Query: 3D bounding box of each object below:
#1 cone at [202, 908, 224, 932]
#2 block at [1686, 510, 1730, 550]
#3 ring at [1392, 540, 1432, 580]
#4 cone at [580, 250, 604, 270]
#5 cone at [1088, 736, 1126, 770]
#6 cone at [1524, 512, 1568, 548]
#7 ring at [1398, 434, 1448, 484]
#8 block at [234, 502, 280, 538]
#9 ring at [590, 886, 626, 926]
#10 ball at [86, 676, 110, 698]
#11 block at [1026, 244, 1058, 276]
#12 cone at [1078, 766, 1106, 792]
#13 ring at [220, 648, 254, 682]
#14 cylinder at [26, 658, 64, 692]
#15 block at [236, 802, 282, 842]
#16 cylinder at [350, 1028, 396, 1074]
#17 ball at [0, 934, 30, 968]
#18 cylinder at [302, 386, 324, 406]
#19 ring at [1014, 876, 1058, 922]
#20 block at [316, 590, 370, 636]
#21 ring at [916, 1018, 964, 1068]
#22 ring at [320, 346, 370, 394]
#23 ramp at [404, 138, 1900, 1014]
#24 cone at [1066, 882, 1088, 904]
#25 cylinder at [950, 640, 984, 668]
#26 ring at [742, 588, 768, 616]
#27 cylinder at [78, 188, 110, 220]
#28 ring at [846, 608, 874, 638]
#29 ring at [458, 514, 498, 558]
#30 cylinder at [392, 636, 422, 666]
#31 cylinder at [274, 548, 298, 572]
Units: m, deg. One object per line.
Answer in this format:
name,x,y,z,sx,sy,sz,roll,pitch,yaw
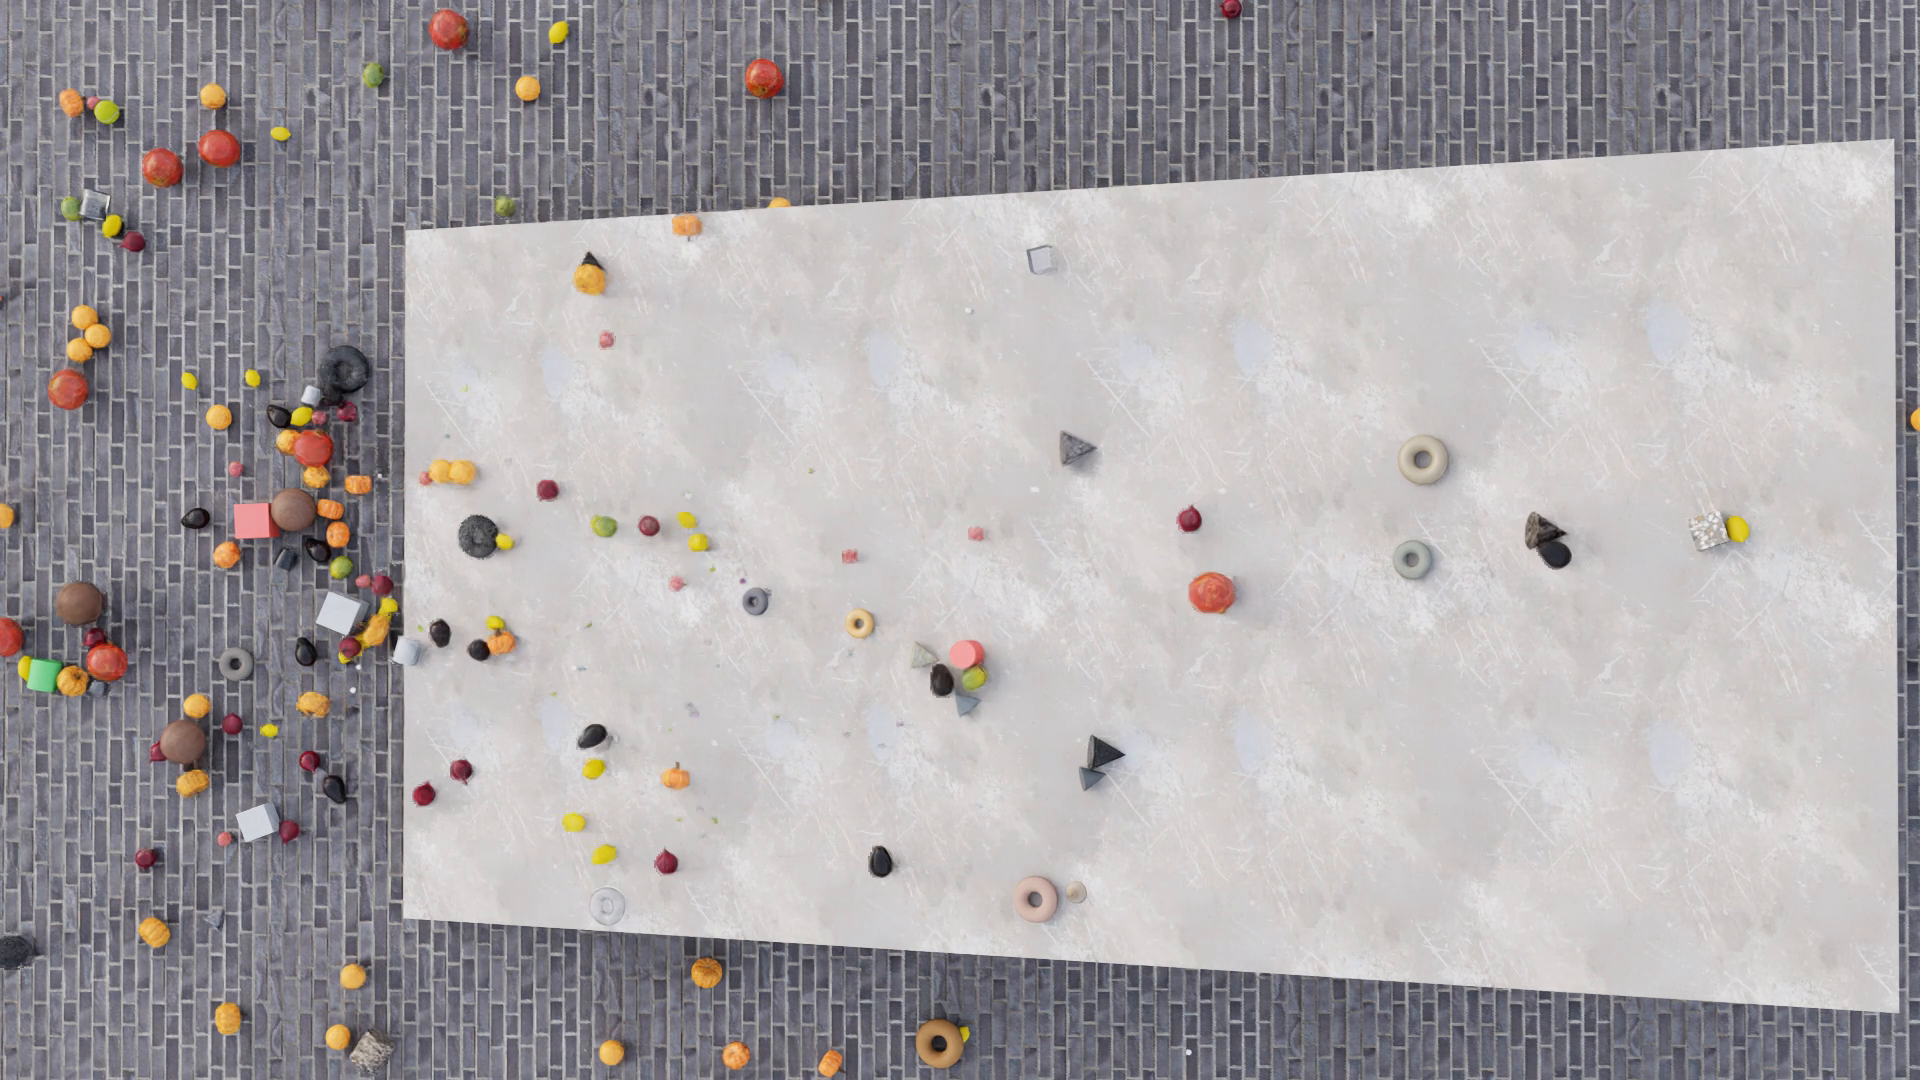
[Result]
cone,-2.184,1.107,6.466,0.061,0.061,0.061,31,63,0
block,1.748,-0.022,5.136,0.076,0.076,0.076,-18,83,19
ring,1.109,0.049,5.390,0.097,0.032,0.097,-1,87,23
cone,-1.029,-0.774,6.181,0.061,0.061,0.061,28,89,-8
cone,0.381,0.549,5.644,0.093,0.093,0.093,5,89,-7
cone,1.415,-0.019,5.276,0.090,0.090,0.090,5,89,-7
ring,1.133,-0.196,5.381,0.123,0.041,0.123,-1,88,20
block,-2.060,-0.055,6.446,0.098,0.098,0.098,-3,89,0
ring,-0.984,1.021,6.137,0.111,0.037,0.111,0,91,20
ball,-2.529,0.433,6.456,0.065,0.065,0.065,0,89,0
block,0.214,-0.728,5.711,0.061,0.061,0.061,-12,85,19
cone,0.347,0.609,5.662,0.067,0.067,0.067,-11,89,-7
ring,-2.130,0.365,6.473,0.101,0.034,0.101,0,88,1
cylinder,-2.683,0.395,6.446,0.086,0.086,0.086,10,89,0
block,-2.052,0.825,6.440,0.086,0.086,0.086,-20,89,0
cylinder,-1.717,1.493,6.427,0.094,0.094,0.094,34,89,0
ball,-2.772,1.203,6.431,0.095,0.095,0.095,0,89,0
cylinder,-1.905,-0.424,6.474,0.051,0.051,0.051,20,89,0
ring,0.197,0.933,5.707,0.122,0.041,0.122,0,89,21
block,-1.808,0.214,6.442,0.099,0.099,0.099,23,89,0
ring,-0.059,1.474,6.438,0.146,0.049,0.146,1,92,18
ring,-1.812,-0.501,6.477,0.146,0.049,0.146,0,88,0
ramp,0.281,0.090,5.762,4.000,0.100,2.000,0,89,20
cone,0.291,0.912,5.663,0.058,0.058,0.058,0,89,20
cylinder,0.018,0.299,5.763,0.072,0.072,0.072,0,89,20
ring,-0.559,0.168,6.000,0.077,0.026,0.077,0,91,20
cylinder,-2.547,-0.987,6.469,0.076,0.076,0.076,10,89,0
ring,-0.269,0.224,5.893,0.081,0.027,0.081,0,91,20
ring,-1.379,-0.010,6.291,0.126,0.042,0.126,1,93,20
cylinder,-1.596,0.320,6.351,0.069,0.069,0.069,16,94,0
cylinder,-1.982,0.056,6.466,0.053,0.053,0.053,27,89,0
